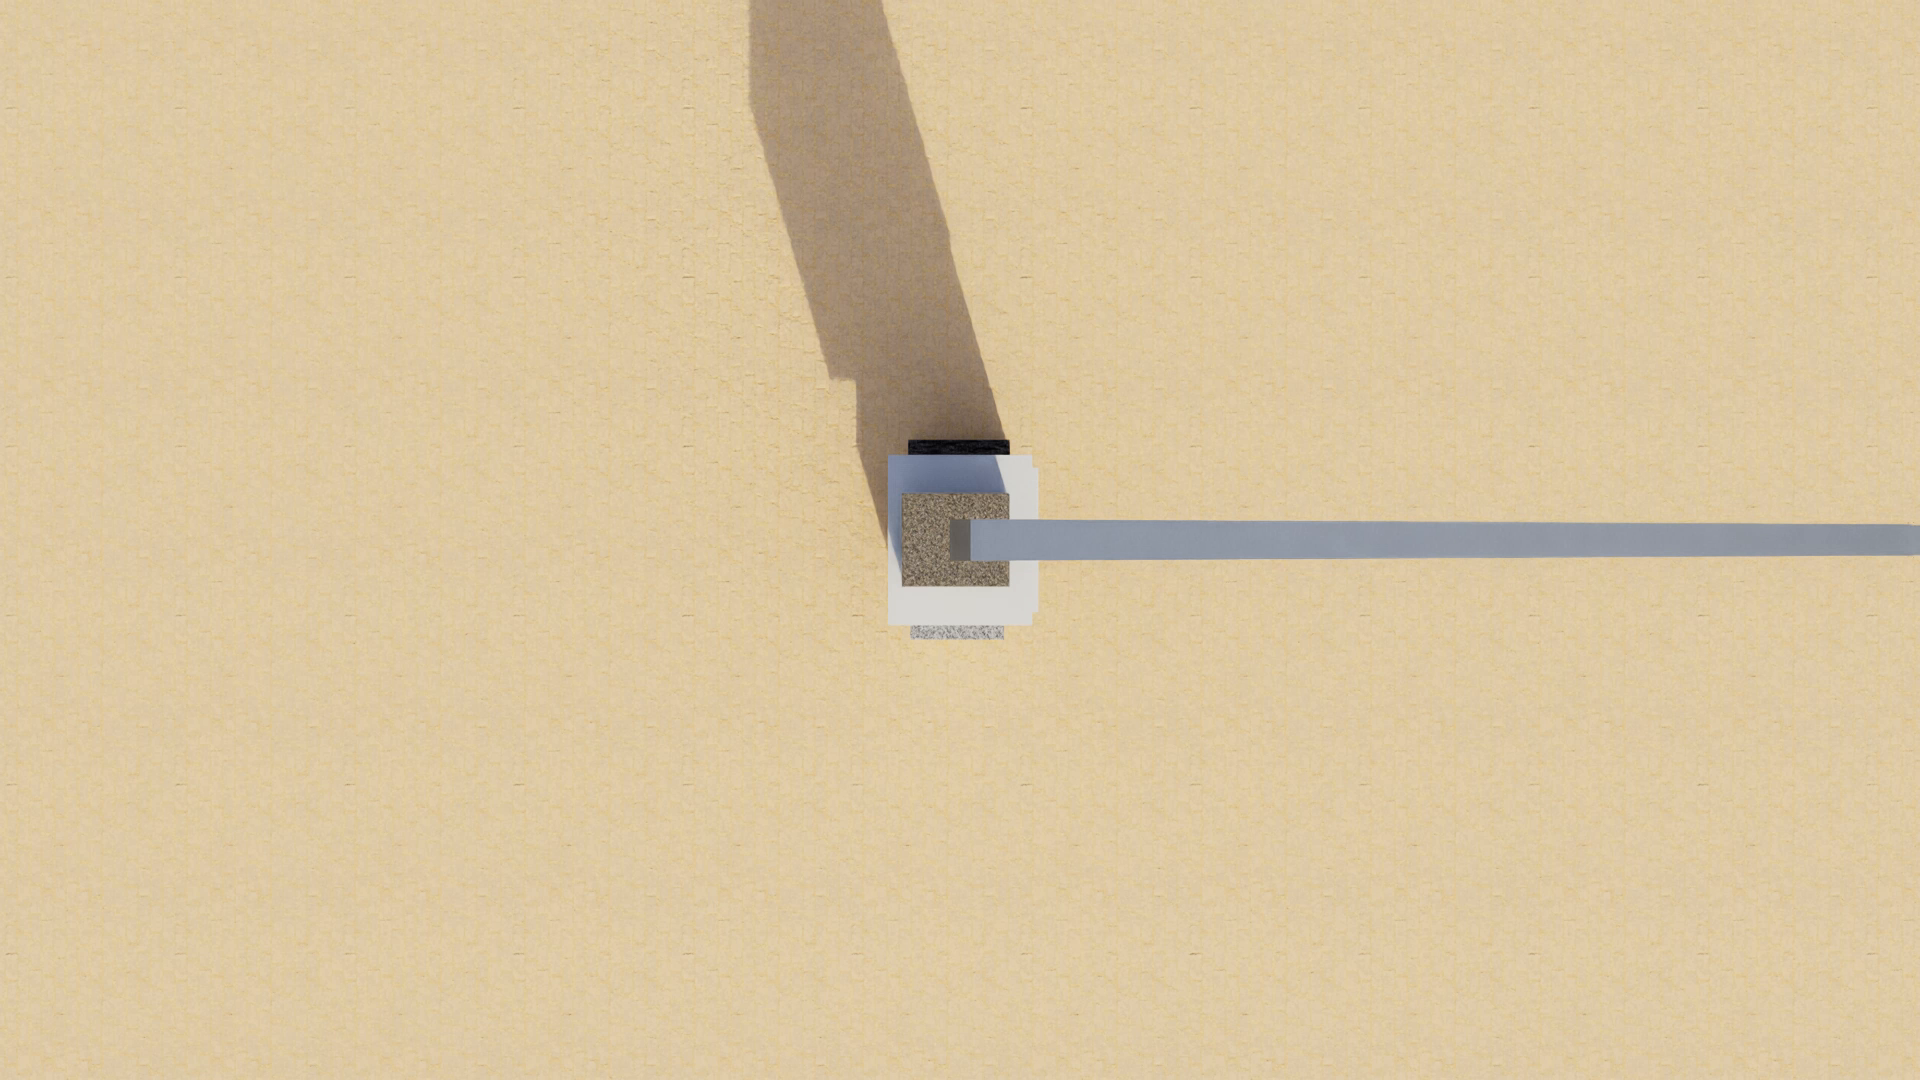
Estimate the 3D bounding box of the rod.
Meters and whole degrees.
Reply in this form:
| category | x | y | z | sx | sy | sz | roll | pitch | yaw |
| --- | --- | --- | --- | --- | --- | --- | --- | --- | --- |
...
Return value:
| category | x | y | z | sx | sy | sz | roll | pitch | yaw |
| --- | --- | --- | --- | --- | --- | --- | --- | --- | --- |
| rod | 2.234 | 0.000 | 5.556 | 5.200 | 0.080 | 0.080 | 0 | 90 | -31 |

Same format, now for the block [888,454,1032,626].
| category | x | y | z | sx | sy | sz | roll | pitch | yaw |
| --- | --- | --- | --- | --- | --- | --- | --- | --- | --- |
| block | 0.001 | 0.000 | 9.080 | 0.574 | 0.699 | 0.676 | 0 | 90 | 0 |

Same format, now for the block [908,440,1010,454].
| category | x | y | z | sx | sy | sz | roll | pitch | yaw |
| --- | --- | --- | --- | --- | --- | --- | --- | --- | --- |
| block | -0.005 | -0.273 | 12.695 | 0.573 | 0.610 | 0.585 | 0 | 90 | 0 |

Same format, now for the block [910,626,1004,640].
| category | x | y | z | sx | sy | sz | roll | pitch | yaw |
| --- | --- | --- | --- | --- | --- | --- | --- | --- | --- |
| block | -0.016 | 0.297 | 12.747 | 0.532 | 0.506 | 0.535 | 0 | 90 | 0 |

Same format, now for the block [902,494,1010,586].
| category | x | y | z | sx | sy | sz | roll | pitch | yaw |
| --- | --- | --- | --- | --- | --- | --- | --- | --- | --- |
| block | -0.016 | 0.000 | 8.553 | 0.410 | 0.356 | 0.356 | 0 | 90 | 0 |

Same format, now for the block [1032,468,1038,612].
| category | x | y | z | sx | sy | sz | roll | pitch | yaw |
| --- | --- | --- | --- | --- | --- | --- | --- | --- | --- |
| block | 0.019 | 0.000 | 9.757 | 0.636 | 0.655 | 0.622 | 0 | 90 | 0 |
